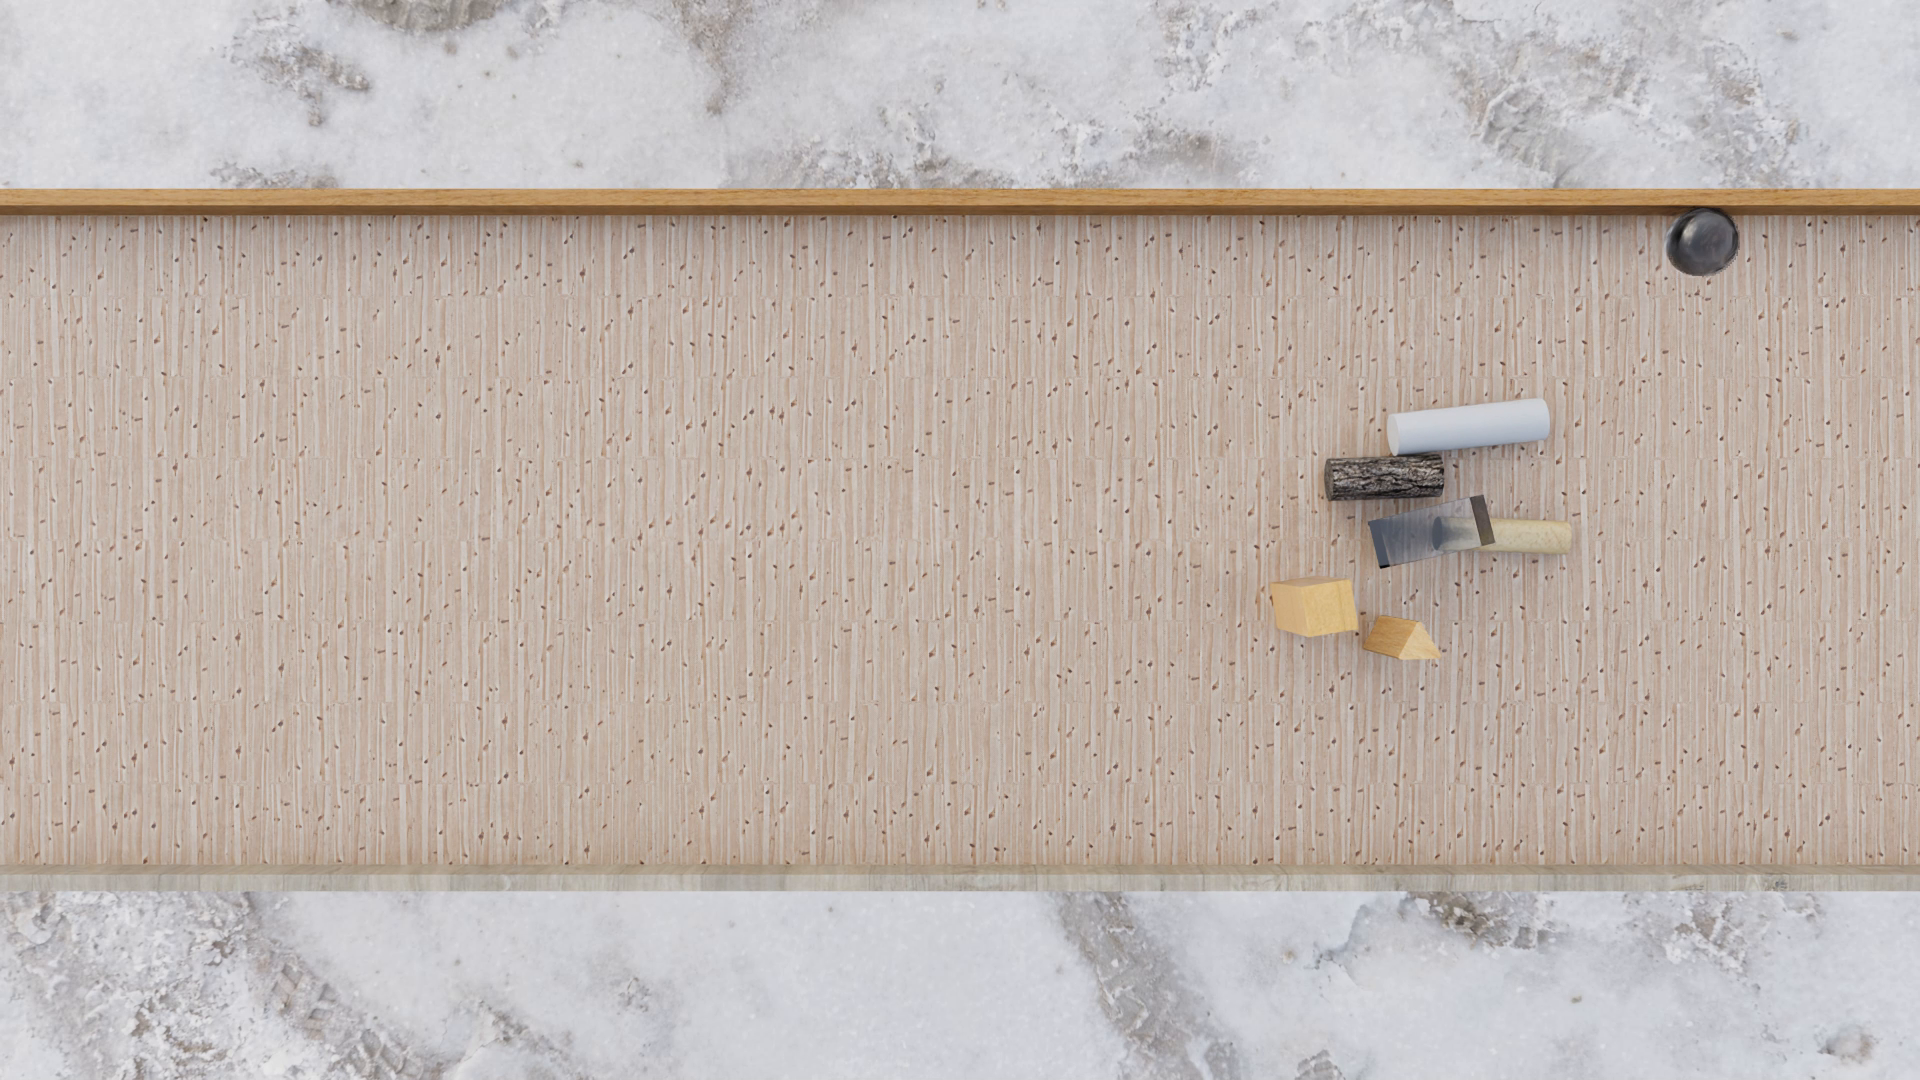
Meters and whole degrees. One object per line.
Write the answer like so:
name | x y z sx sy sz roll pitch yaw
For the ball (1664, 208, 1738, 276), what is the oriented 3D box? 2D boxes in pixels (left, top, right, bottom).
ball | 2.236 -0.898 4.975 0.203 0.203 0.203 0 90 0

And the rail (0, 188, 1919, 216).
rail | -2.247 -1.025 5.002 12.000 0.150 0.050 0 90 0

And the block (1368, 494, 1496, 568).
block | 1.408 -0.024 4.926 0.311 0.147 0.147 -15 86 33

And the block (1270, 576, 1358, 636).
block | 1.036 0.191 4.849 0.142 0.455 0.142 -9 90 0

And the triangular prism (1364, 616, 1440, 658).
triangular prism | 1.298 0.282 4.867 0.119 0.418 0.103 -1 90 0

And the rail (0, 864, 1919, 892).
rail | -2.247 1.025 5.001 12.000 0.150 0.050 0 90 0

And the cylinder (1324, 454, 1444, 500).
cylinder | 1.287 -0.189 5.012 0.333 0.129 0.129 -2 90 0

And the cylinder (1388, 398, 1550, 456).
cylinder | 1.542 -0.344 5.012 0.455 0.129 0.129 -6 90 0

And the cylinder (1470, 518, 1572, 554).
cylinder | 1.658 -0.015 5.025 0.375 0.103 0.103 3 90 0
